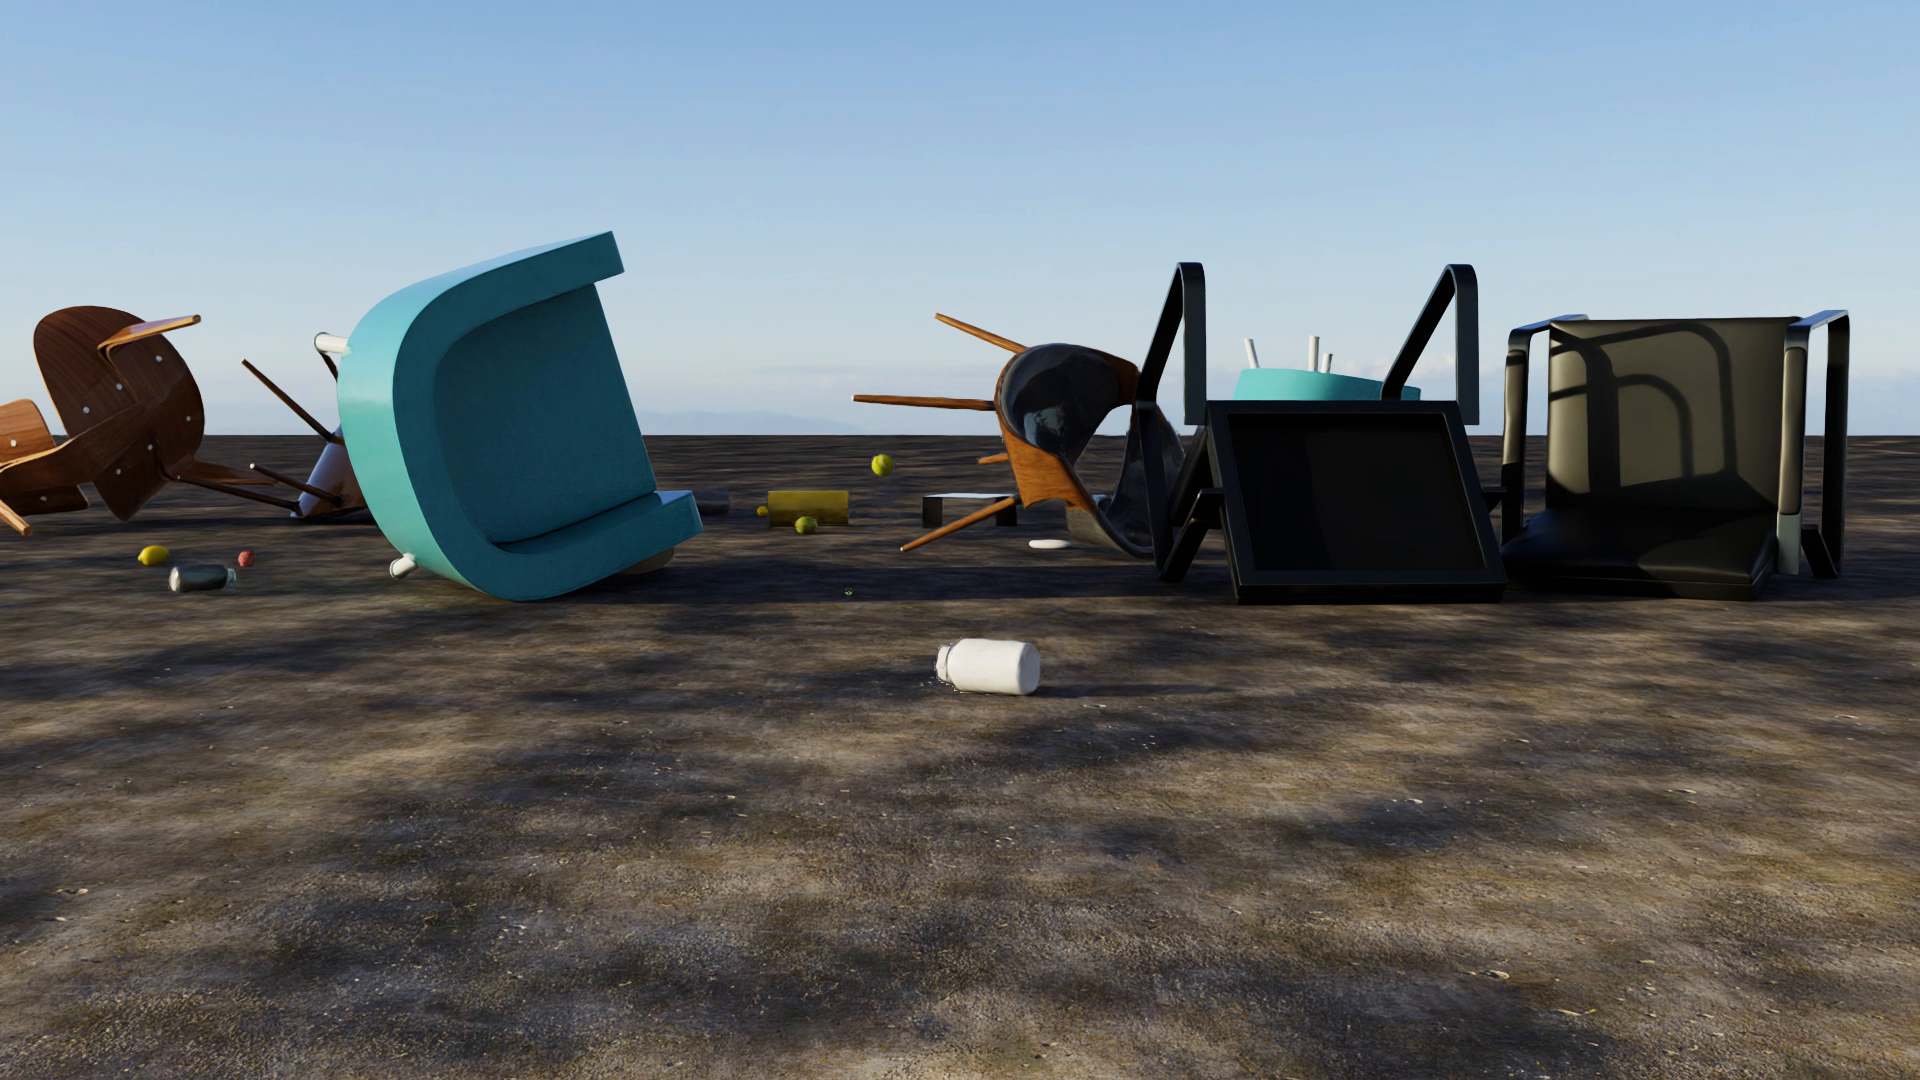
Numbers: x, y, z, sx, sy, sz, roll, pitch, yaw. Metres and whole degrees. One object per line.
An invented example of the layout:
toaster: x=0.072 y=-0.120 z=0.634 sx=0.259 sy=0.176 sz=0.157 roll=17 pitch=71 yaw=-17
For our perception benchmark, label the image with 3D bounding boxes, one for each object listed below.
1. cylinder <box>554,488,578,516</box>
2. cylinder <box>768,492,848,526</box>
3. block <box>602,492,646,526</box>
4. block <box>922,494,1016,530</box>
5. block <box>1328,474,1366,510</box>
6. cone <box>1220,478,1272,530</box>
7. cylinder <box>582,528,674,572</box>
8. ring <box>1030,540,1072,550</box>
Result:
cylinder: x=-1.390 y=-0.131 z=7.745 sx=0.081 sy=0.095 sz=0.044 roll=1 pitch=5 yaw=-18
cylinder: x=-0.498 y=-0.103 z=7.210 sx=0.256 sy=0.116 sz=0.113 roll=0 pitch=-40 yaw=-5
block: x=-1.110 y=-0.105 z=7.278 sx=0.129 sy=0.109 sz=0.071 roll=1 pitch=4 yaw=15
block: x=0.033 y=-0.092 z=7.120 sx=0.224 sy=0.105 sz=0.236 roll=2 pitch=4 yaw=27
block: x=1.450 y=-0.180 z=8.243 sx=0.099 sy=0.127 sz=0.209 roll=0 pitch=4 yaw=-1
cone: x=0.926 y=-0.121 z=7.106 sx=0.186 sy=0.165 sz=0.143 roll=3 pitch=5 yaw=40
cylinder: x=-0.821 y=0.023 z=5.426 sx=0.194 sy=0.107 sz=0.193 roll=-4 pitch=3 yaw=-19
ring: x=0.254 y=0.013 z=6.196 sx=0.127 sy=0.023 sz=0.062 roll=3 pitch=6 yaw=27
